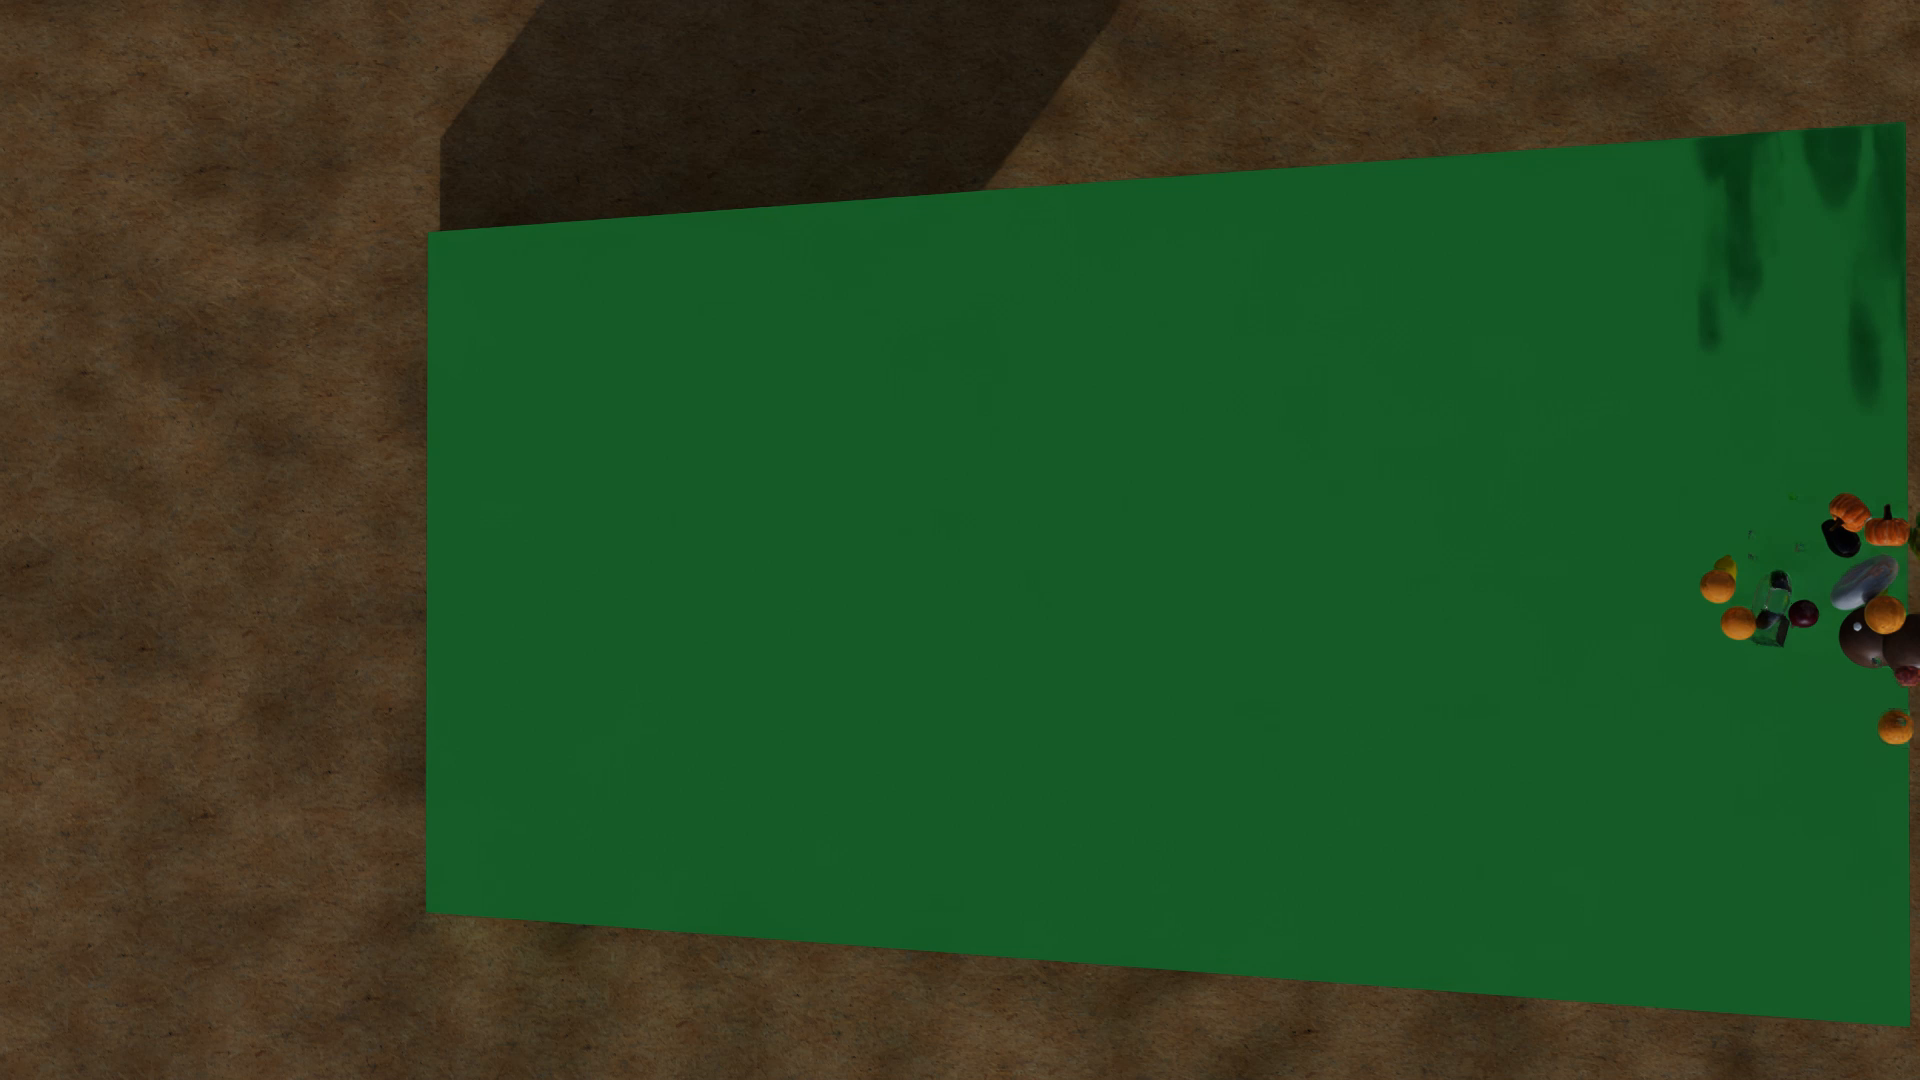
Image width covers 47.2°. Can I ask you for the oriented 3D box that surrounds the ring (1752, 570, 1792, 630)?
[{"bbox_3d":[1.723,0.127,4.666,0.045,0.134,0.134,17,89,3],"label":"ring"}]

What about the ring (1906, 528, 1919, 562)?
[{"bbox_3d":[2.031,0.026,4.624,0.039,0.116,0.116,-32,89,24],"label":"ring"}]

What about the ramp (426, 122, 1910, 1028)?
[{"bbox_3d":[0.283,0.084,5.708,4.000,0.100,2.000,0,89,24],"label":"ramp"}]

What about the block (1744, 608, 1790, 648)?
[{"bbox_3d":[1.739,0.189,4.739,0.061,0.061,0.061,29,75,-38],"label":"block"}]

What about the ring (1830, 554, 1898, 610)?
[{"bbox_3d":[1.708,0.080,4.154,0.140,0.140,0.047,-39,87,0],"label":"ring"}]
